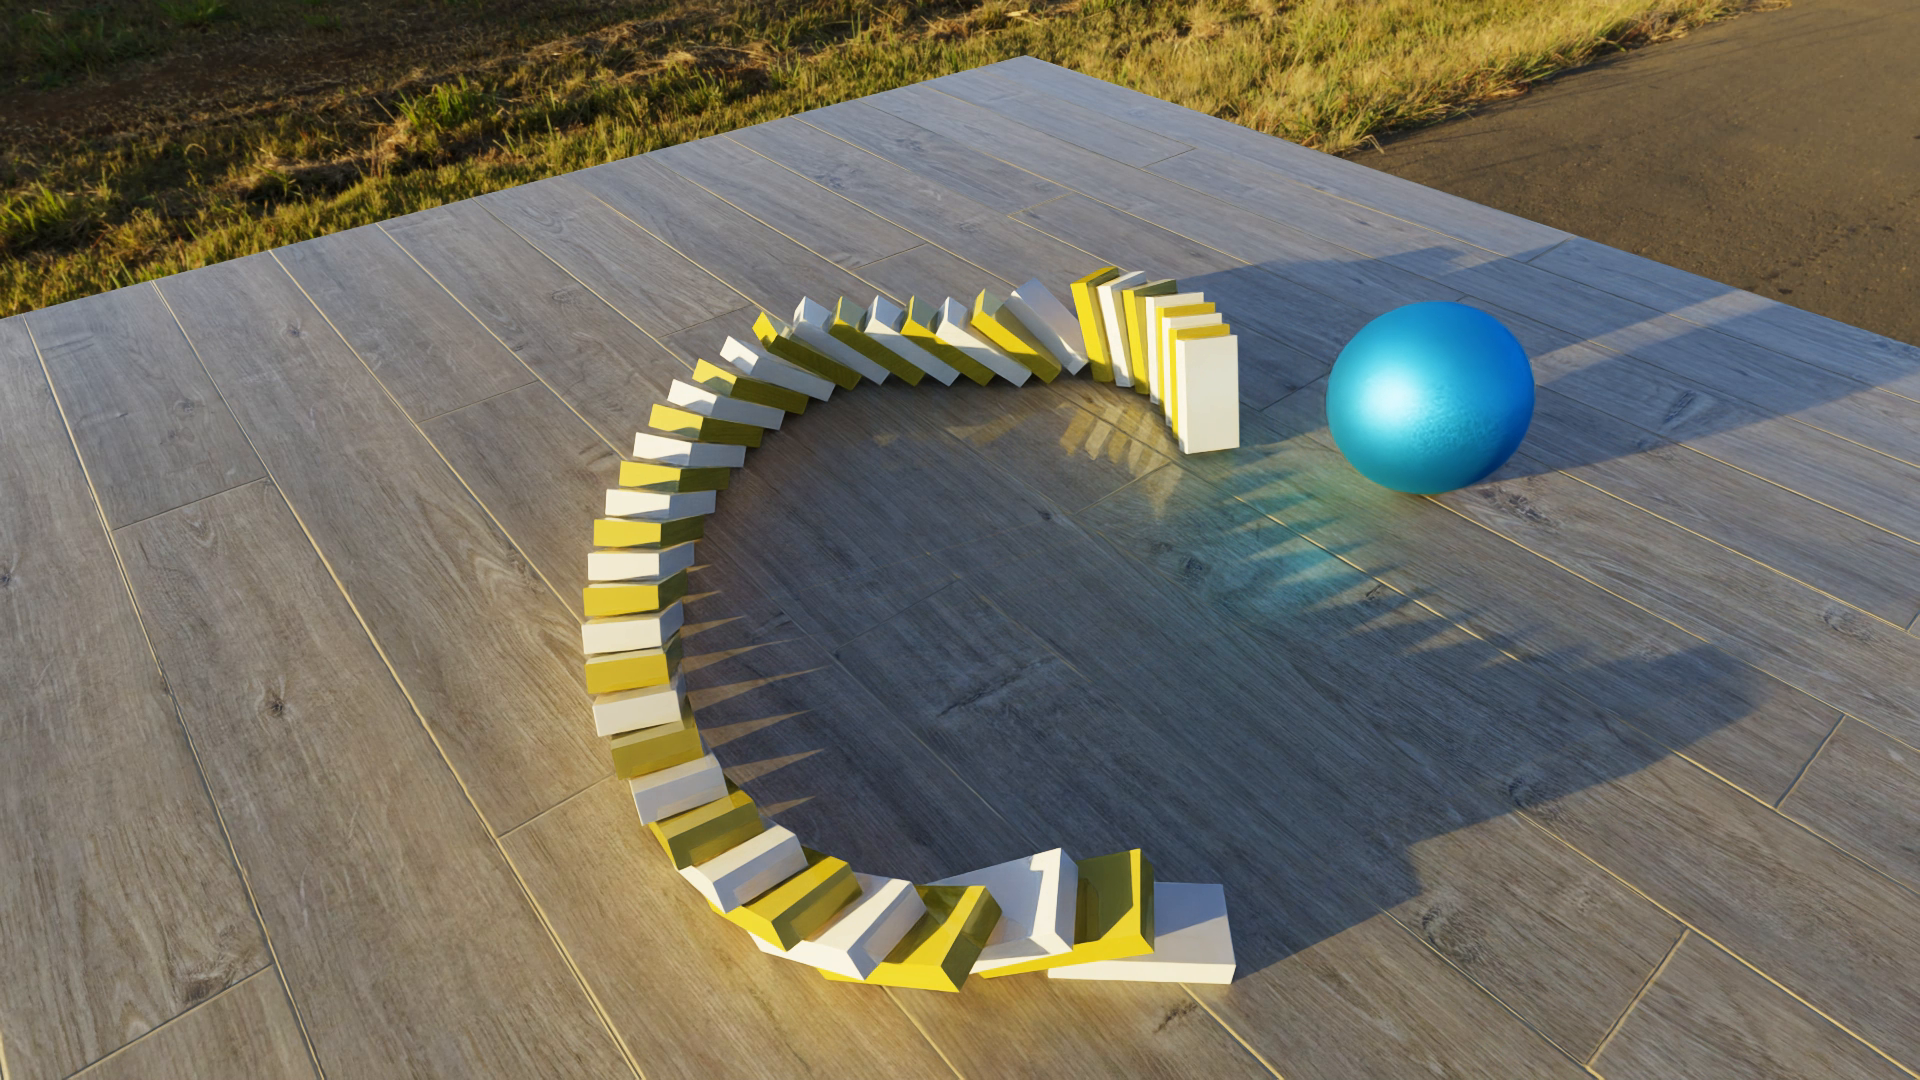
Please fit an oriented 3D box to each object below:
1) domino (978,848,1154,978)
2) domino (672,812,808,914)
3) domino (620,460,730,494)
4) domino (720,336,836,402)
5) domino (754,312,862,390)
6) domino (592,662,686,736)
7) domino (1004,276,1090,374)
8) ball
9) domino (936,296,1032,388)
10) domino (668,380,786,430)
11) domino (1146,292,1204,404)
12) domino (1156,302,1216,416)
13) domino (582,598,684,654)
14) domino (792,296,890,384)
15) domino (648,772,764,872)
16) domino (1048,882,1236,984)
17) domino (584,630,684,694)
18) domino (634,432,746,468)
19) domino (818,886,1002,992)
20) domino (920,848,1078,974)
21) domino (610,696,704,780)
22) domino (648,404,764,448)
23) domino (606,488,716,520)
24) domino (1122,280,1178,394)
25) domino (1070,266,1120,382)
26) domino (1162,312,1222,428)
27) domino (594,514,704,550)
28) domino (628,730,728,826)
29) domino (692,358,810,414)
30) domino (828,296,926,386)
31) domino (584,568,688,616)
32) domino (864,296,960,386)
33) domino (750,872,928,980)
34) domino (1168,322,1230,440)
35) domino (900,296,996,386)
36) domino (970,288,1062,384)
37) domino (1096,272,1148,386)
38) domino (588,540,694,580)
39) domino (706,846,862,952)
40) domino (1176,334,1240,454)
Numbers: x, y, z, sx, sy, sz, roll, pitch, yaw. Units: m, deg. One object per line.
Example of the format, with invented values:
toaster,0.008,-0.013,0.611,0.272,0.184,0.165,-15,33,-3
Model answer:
domino,0.028,0.102,0.300,0.050,0.009,0.025,-19,36,23
domino,-0.065,0.089,0.313,0.025,0.010,0.050,-25,11,-27
domino,-0.117,-0.027,0.455,0.025,0.009,0.050,8,6,10
domino,-0.085,-0.080,0.519,0.025,0.009,0.050,36,15,36
domino,-0.074,-0.091,0.531,0.050,0.010,0.025,21,23,-39
domino,-0.104,0.051,0.360,0.025,0.009,0.050,-10,6,-12
domino,0.047,-0.107,0.551,0.050,0.009,0.025,45,40,0
ball,0.195,-0.059,0.460,0.080,0.080,0.080,0,39,0
domino,0.012,-0.097,0.541,0.050,0.009,0.025,29,35,-20
domino,-0.104,-0.061,0.496,0.025,0.009,0.050,22,9,25
domino,0.103,-0.091,0.523,0.025,0.050,0.010,-8,16,-10
domino,0.106,-0.085,0.516,0.025,0.050,0.009,-8,16,-10
domino,-0.114,0.030,0.387,0.025,0.009,0.050,-5,5,-6
domino,-0.058,-0.098,0.540,0.050,0.009,0.025,28,29,-23
domino,-0.077,0.081,0.324,0.025,0.010,0.050,-21,9,-23
domino,0.050,0.110,0.309,0.050,0.010,0.025,1,39,2
domino,-0.109,0.040,0.373,0.025,0.010,0.050,-7,6,-9
domino,-0.114,-0.038,0.469,0.025,0.010,0.050,12,6,14
domino,-0.015,0.105,0.294,0.050,0.010,0.025,-15,25,40
domino,0.007,0.102,0.298,0.050,0.010,0.025,-23,32,26
domino,-0.096,0.061,0.347,0.025,0.009,0.050,-13,7,-16
domino,-0.110,-0.050,0.482,0.025,0.010,0.050,16,6,19
domino,-0.119,-0.015,0.442,0.025,0.010,0.050,6,6,7
domino,0.095,-0.098,0.532,0.025,0.050,0.010,-19,20,-22
domino,0.072,-0.106,0.541,0.025,0.050,0.010,-33,27,-35
domino,0.108,-0.078,0.508,0.025,0.050,0.009,-8,16,-10
domino,-0.120,-0.004,0.428,0.025,0.010,0.050,4,5,5
domino,-0.088,0.071,0.335,0.025,0.009,0.050,-16,8,-19
domino,-0.096,-0.070,0.508,0.025,0.010,0.050,28,11,30
domino,-0.040,-0.098,0.540,0.050,0.010,0.025,29,31,-21
domino,-0.117,0.018,0.400,0.025,0.010,0.050,-2,5,-3
domino,-0.023,-0.098,0.541,0.050,0.010,0.025,30,33,-21
domino,-0.034,0.102,0.297,0.050,0.009,0.025,-11,22,49
domino,0.109,-0.072,0.500,0.025,0.050,0.009,-8,16,-10
domino,-0.005,-0.098,0.542,0.050,0.010,0.025,30,34,-20
domino,0.028,-0.100,0.542,0.050,0.010,0.025,34,33,-19
domino,0.084,-0.103,0.537,0.025,0.050,0.010,-28,24,-30
domino,-0.119,0.007,0.414,0.025,0.009,0.050,0,5,0
domino,-0.051,0.096,0.305,0.025,0.010,0.050,-31,14,-32
domino,0.111,-0.065,0.492,0.025,0.050,0.010,-8,16,-10
